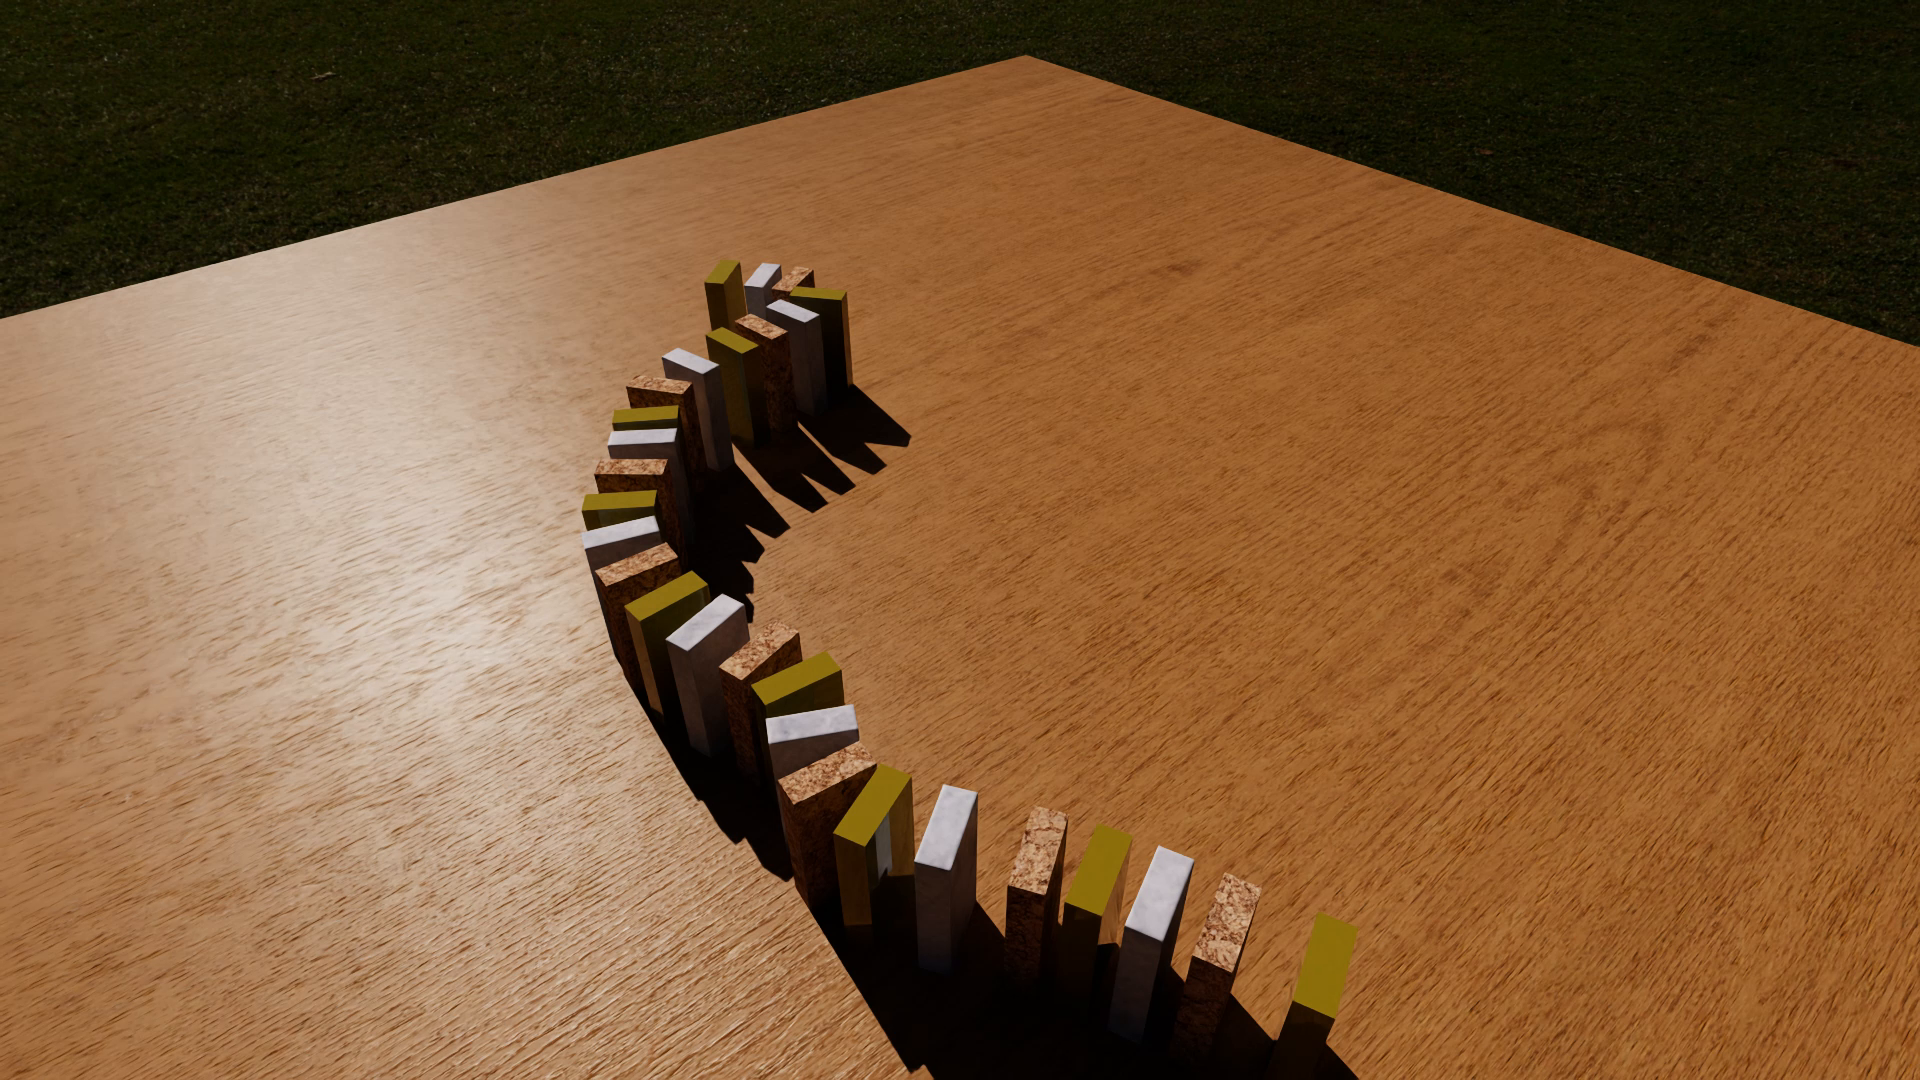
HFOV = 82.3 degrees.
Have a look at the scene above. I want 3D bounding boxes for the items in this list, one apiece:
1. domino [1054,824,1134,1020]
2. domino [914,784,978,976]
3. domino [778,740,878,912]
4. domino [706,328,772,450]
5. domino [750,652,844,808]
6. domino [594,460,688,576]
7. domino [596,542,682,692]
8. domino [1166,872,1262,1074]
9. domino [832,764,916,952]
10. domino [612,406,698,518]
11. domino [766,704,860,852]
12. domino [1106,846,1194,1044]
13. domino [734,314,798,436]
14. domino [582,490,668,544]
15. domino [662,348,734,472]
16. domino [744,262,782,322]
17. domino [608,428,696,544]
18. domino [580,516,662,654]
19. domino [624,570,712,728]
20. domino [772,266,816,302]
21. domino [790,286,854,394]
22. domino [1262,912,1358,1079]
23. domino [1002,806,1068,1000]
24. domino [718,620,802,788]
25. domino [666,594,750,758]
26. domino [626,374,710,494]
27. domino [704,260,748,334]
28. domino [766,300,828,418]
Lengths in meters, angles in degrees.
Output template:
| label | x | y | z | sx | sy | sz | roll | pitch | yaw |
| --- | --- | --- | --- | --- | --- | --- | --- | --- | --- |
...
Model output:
| label | x | y | z | sx | sy | sz | roll | pitch | yaw |
| --- | --- | --- | --- | --- | --- | --- | --- | --- | --- |
| domino | 0.035 | 0.101 | 0.289 | 0.010 | 0.050 | 0.025 | 16 | 42 | 19 |
| domino | -0.003 | 0.093 | 0.298 | 0.009 | 0.050 | 0.025 | 11 | 41 | 13 |
| domino | -0.036 | 0.082 | 0.312 | 0.025 | 0.050 | 0.010 | -23 | 44 | -25 |
| domino | -0.099 | -0.068 | 0.494 | 0.025 | 0.050 | 0.009 | 29 | 48 | 31 |
| domino | -0.048 | 0.060 | 0.339 | 0.025 | 0.050 | 0.010 | -23 | 45 | -26 |
| domino | -0.121 | -0.008 | 0.421 | 0.025 | 0.050 | 0.009 | 0 | 39 | 1 |
| domino | -0.106 | 0.027 | 0.378 | 0.025 | 0.050 | 0.009 | -25 | 45 | -27 |
| domino | 0.064 | 0.110 | 0.277 | 0.009 | 0.050 | 0.025 | 18 | 43 | 21 |
| domino | -0.023 | 0.088 | 0.304 | 0.010 | 0.050 | 0.025 | 17 | 42 | 20 |
| domino | -0.124 | -0.030 | 0.448 | 0.025 | 0.050 | 0.010 | -5 | 40 | -6 |
| domino | -0.042 | 0.071 | 0.325 | 0.025 | 0.050 | 0.009 | -8 | 40 | -10 |
| domino | 0.049 | 0.105 | 0.283 | 0.009 | 0.050 | 0.025 | 18 | 42 | 20 |
| domino | -0.088 | -0.075 | 0.504 | 0.025 | 0.050 | 0.009 | 29 | 48 | 31 |
| domino | -0.121 | 0.005 | 0.405 | 0.025 | 0.050 | 0.010 | -4 | 39 | -5 |
| domino | -0.114 | -0.056 | 0.480 | 0.025 | 0.050 | 0.010 | 25 | 45 | 27 |
| domino | -0.095 | -0.108 | 0.543 | 0.010 | 0.050 | 0.025 | 8 | 40 | 9 |
| domino | -0.121 | -0.020 | 0.436 | 0.025 | 0.050 | 0.009 | -3 | 39 | -4 |
| domino | -0.116 | 0.017 | 0.391 | 0.025 | 0.050 | 0.009 | -15 | 42 | -17 |
| domino | -0.094 | 0.037 | 0.366 | 0.025 | 0.050 | 0.009 | -31 | 48 | -32 |
| domino | -0.080 | -0.105 | 0.540 | 0.009 | 0.050 | 0.025 | 13 | 41 | 16 |
| domino | -0.066 | -0.096 | 0.528 | 0.025 | 0.050 | 0.009 | 7 | 40 | 8 |
| domino | 0.084 | 0.117 | 0.269 | 0.009 | 0.050 | 0.025 | 18 | 43 | 21 |
| domino | 0.020 | 0.097 | 0.293 | 0.009 | 0.050 | 0.025 | 11 | 41 | 14 |
| domino | -0.061 | 0.052 | 0.348 | 0.009 | 0.050 | 0.025 | 24 | 45 | 27 |
| domino | -0.079 | 0.045 | 0.357 | 0.010 | 0.050 | 0.025 | 23 | 45 | 25 |
| domino | -0.123 | -0.044 | 0.466 | 0.025 | 0.050 | 0.010 | 9 | 40 | 11 |
| domino | -0.115 | -0.110 | 0.546 | 0.010 | 0.050 | 0.025 | 6 | 40 | 7 |
| domino | -0.076 | -0.085 | 0.515 | 0.025 | 0.050 | 0.009 | 26 | 46 | 28 |
